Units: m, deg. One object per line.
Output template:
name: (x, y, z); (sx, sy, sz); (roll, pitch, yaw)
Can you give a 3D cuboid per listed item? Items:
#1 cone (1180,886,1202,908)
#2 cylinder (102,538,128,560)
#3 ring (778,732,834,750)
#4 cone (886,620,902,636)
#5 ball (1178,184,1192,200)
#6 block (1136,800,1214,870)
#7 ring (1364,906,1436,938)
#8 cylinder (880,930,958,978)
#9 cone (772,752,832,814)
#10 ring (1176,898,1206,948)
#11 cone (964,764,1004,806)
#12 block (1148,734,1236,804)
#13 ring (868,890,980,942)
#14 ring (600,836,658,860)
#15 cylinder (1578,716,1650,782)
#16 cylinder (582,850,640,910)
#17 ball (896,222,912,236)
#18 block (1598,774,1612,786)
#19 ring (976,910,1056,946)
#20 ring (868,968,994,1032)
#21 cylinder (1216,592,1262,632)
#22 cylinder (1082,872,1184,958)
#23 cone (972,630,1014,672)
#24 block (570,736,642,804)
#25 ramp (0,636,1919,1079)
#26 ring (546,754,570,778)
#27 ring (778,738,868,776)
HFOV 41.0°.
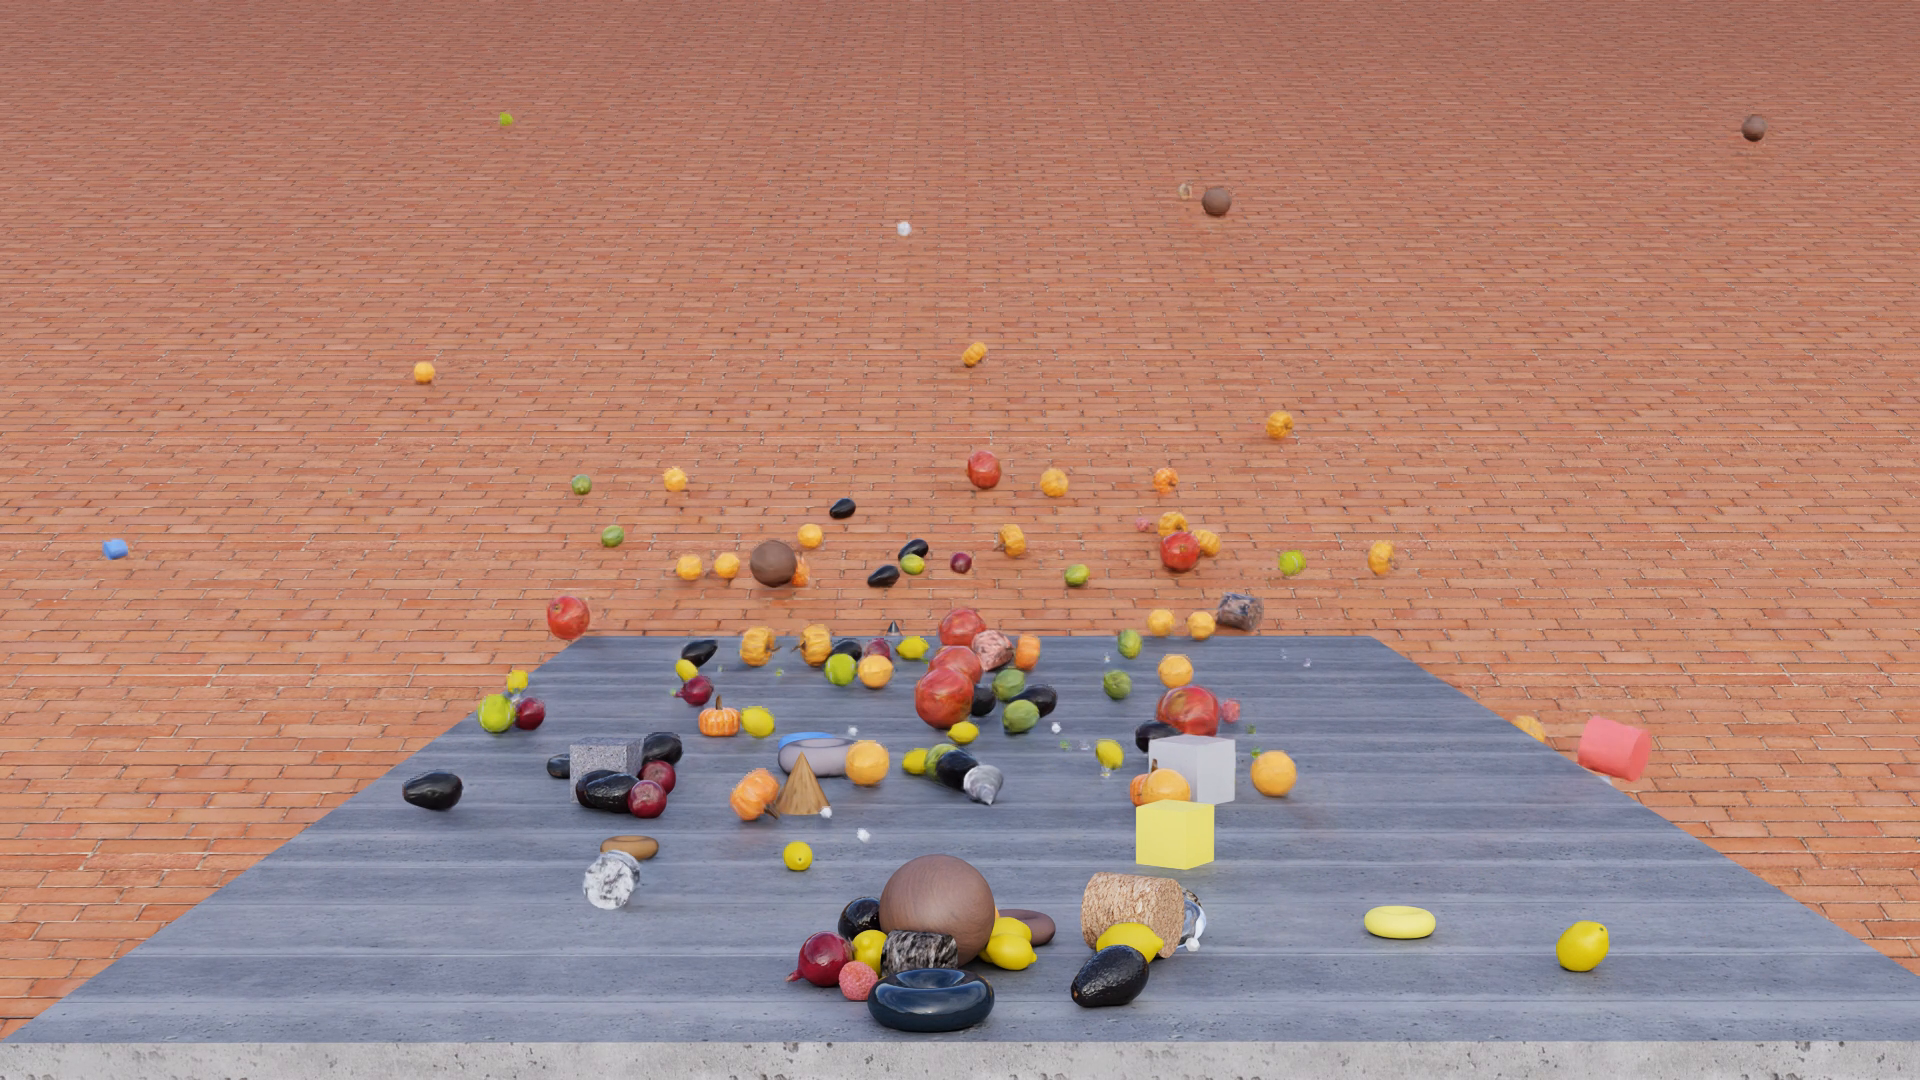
cone: (0.245, 0.451, 3.014); (0.065, 0.065, 0.065); (7, 32, 19)
cylinder: (-2.415, 0.026, 7.337); (0.051, 0.051, 0.051); (-17, 26, -36)
ring: (-0.266, 0.357, 4.475); (0.102, 0.034, 0.102); (-1, 4, 0)
cone: (-0.175, 0.232, 6.768); (0.050, 0.050, 0.050); (0, 20, 0)
ball: (1.036, -1.604, 11.826); (0.072, 0.072, 0.072); (0, 20, 0)
block: (0.291, 0.398, 3.474); (0.077, 0.077, 0.077); (2, 4, 34)
ring: (0.519, 0.451, 3.028); (0.084, 0.028, 0.084); (0, 2, 0)
cylinder: (-0.043, 0.451, 2.750); (0.062, 0.062, 0.062); (2, 19, 25)
cone: (-0.240, 0.364, 3.897); (0.091, 0.091, 0.091); (0, 4, 0)
ring: (0.248, 0.444, 2.974); (0.076, 0.025, 0.076); (-11, 30, 7)
cone: (0.041, 0.391, 3.960); (0.064, 0.064, 0.064); (-3, 31, -9)
block: (0.359, 0.357, 3.977); (0.095, 0.095, 0.095); (3, 5, 43)
ring: (-0.042, 0.444, 3.018); (0.134, 0.045, 0.134); (0, 5, 0)
ring: (-0.452, 0.421, 3.510); (0.080, 0.027, 0.080); (0, 2, 0)
cylinder: (1.132, 0.362, 4.444); (0.093, 0.093, 0.093); (16, 25, 34)
cylinder: (-0.433, 0.423, 3.198); (0.062, 0.062, 0.062); (1, 4, 2)
ball: (-0.243, -1.347, 11.129); (0.062, 0.062, 0.062); (0, 20, 0)
block: (1.122, 0.453, 4.554); (0.058, 0.058, 0.058); (-7, -14, -4)
ring: (0.065, 0.452, 2.989); (0.093, 0.031, 0.093); (1, 3, 0)
ring: (-0.030, 0.469, 2.621); (0.131, 0.044, 0.131); (-1, 4, 0)
cylinder: (0.743, 0.189, 6.824); (0.090, 0.090, 0.090); (13, 24, 31)
cylinder: (0.197, 0.427, 2.925); (0.089, 0.089, 0.089); (2, 18, 28)
cone: (0.061, 0.271, 5.742); (0.099, 0.099, 0.099); (5, 31, 14)
block: (-0.551, 0.358, 4.000); (0.090, 0.090, 0.090); (0, 4, 8)
ramp: (0.046, 0.419, 4.534); (2.000, 0.100, 4.000); (0, 4, 0)
ring: (-0.633, 0.372, 4.239); (0.098, 0.033, 0.098); (-1, 4, 0)
ring: (-0.229, 0.362, 4.272); (0.150, 0.050, 0.150); (-1, 4, 0)
